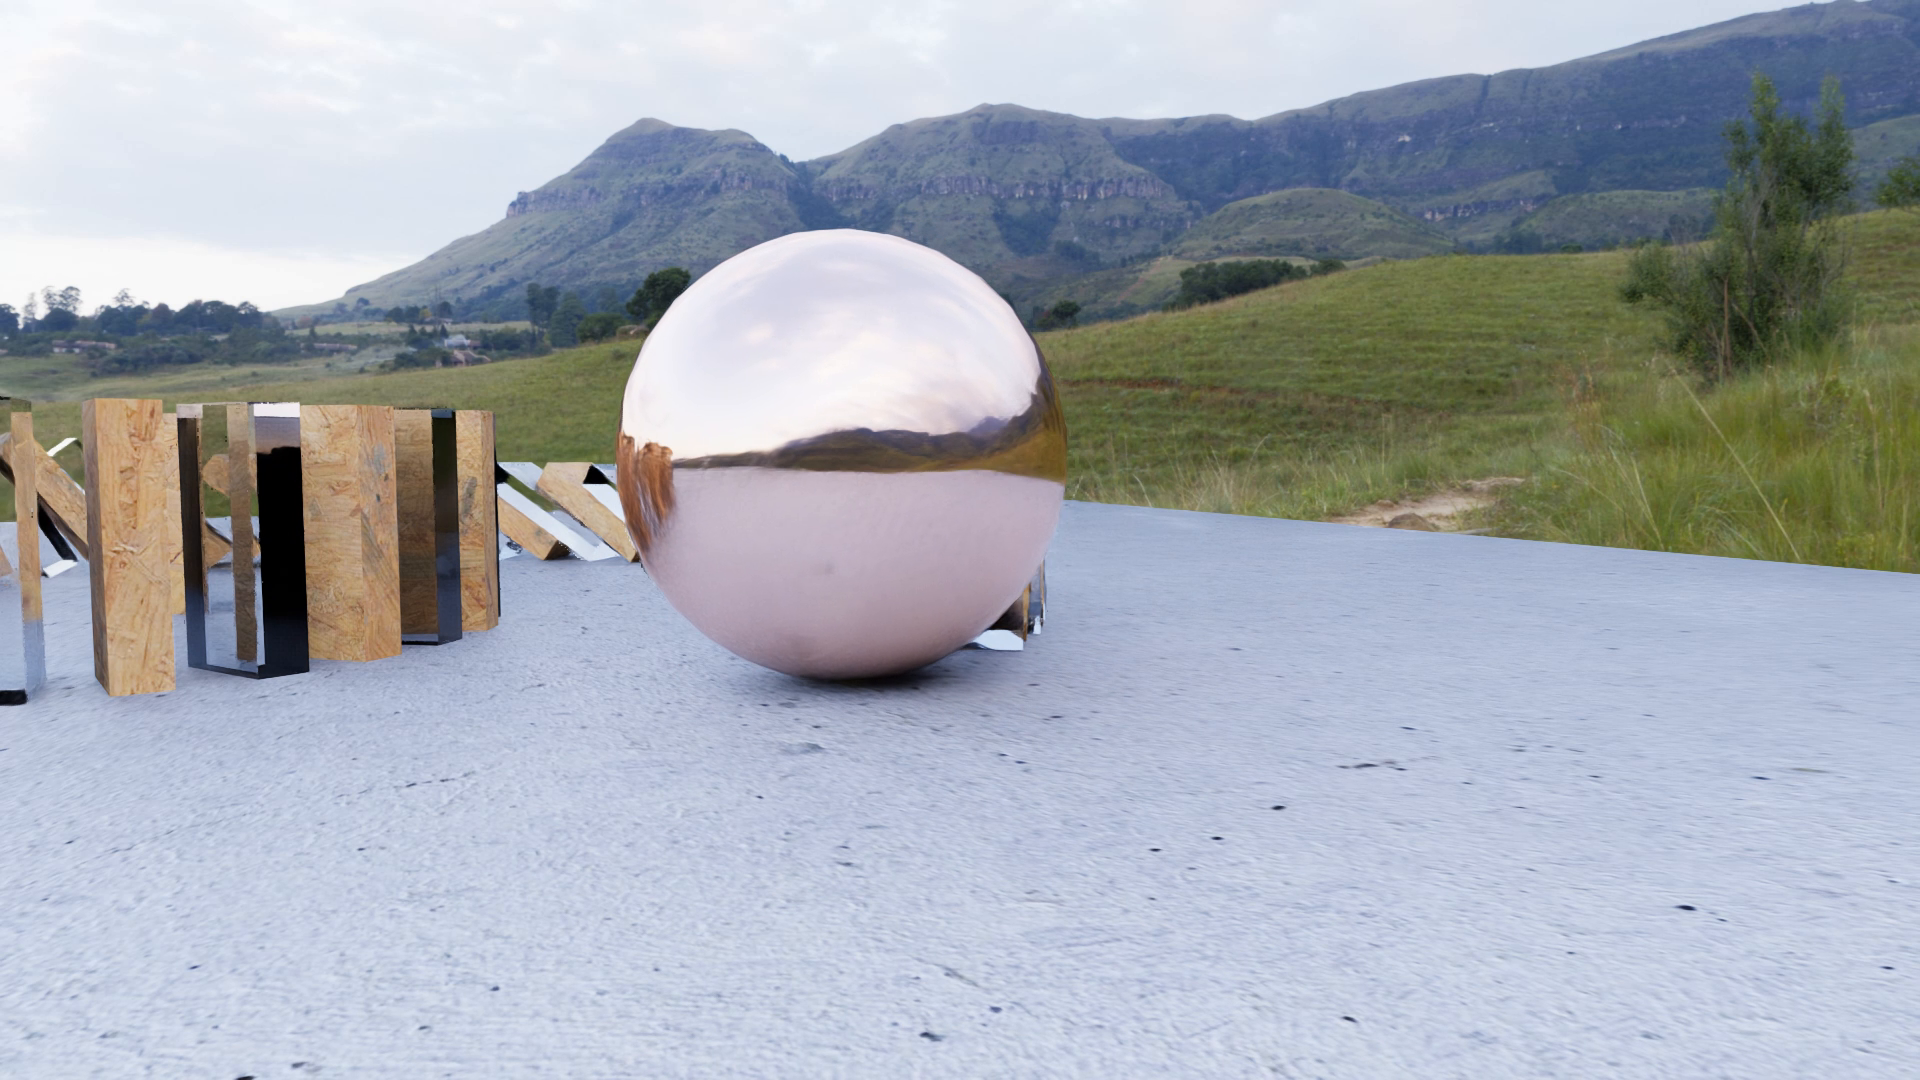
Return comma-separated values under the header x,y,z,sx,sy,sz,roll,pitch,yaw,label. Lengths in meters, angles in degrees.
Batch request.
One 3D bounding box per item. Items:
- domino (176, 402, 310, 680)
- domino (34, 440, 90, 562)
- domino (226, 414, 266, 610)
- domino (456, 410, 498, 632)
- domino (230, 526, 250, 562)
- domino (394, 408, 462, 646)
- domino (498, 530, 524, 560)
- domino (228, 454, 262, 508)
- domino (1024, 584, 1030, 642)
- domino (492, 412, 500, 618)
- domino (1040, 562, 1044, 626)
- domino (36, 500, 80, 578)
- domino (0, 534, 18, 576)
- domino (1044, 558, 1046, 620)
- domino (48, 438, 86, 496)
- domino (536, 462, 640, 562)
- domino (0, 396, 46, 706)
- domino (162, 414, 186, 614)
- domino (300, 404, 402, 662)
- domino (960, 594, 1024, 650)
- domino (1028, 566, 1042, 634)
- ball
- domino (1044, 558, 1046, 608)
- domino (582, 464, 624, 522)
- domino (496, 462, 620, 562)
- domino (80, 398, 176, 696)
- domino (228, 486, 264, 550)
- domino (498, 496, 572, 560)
x,y,z,sx,sy,sz,roll,pitch,yaw,label
-0.134,0.000,0.240,0.025,0.050,0.010,3,5,33,domino
-0.295,-0.012,0.421,0.025,0.050,0.009,4,41,44,domino
-0.188,-0.008,0.340,0.010,0.050,0.025,-2,5,-24,domino
-0.121,-0.005,0.294,0.025,0.050,0.009,0,4,-4,domino
-0.272,-0.012,0.446,0.009,0.050,0.025,-49,24,-17,domino
-0.122,-0.003,0.275,0.025,0.050,0.009,1,4,9,domino
-0.187,-0.011,0.478,0.050,0.009,0.025,35,4,-2,domino
-0.241,-0.012,0.464,0.050,0.010,0.025,40,-7,-15,domino
0.004,-0.003,0.285,0.025,0.050,0.009,4,-29,4,domino
-0.126,-0.006,0.312,0.025,0.050,0.009,-2,5,-28,domino
0.007,-0.004,0.307,0.025,0.050,0.010,0,-29,2,domino
-0.303,-0.012,0.408,0.025,0.050,0.010,3,33,38,domino
-0.311,-0.012,0.394,0.025,0.050,0.009,3,25,33,domino
0.009,-0.005,0.319,0.025,0.050,0.009,0,-29,2,domino
-0.284,-0.012,0.433,0.025,0.050,0.009,5,47,49,domino
-0.130,-0.011,0.478,0.050,0.009,0.025,36,16,17,domino
-0.163,0.001,0.216,0.009,0.050,0.025,-2,5,-29,domino
-0.198,-0.007,0.325,0.025,0.050,0.010,2,5,20,domino
-0.126,-0.002,0.257,0.025,0.050,0.010,2,5,19,domino
0.001,-0.002,0.274,0.025,0.050,0.010,0,-29,2,domino
0.006,-0.003,0.296,0.025,0.050,0.009,1,-29,3,domino
-0.021,-0.015,0.230,0.080,0.080,0.080,0,4,0,ball
0.009,-0.006,0.330,0.025,0.050,0.009,0,-29,2,domino
-0.112,-0.010,0.472,0.050,0.009,0.025,38,20,21,domino
-0.150,-0.011,0.479,0.050,0.009,0.025,35,10,7,domino
-0.147,0.001,0.227,0.009,0.050,0.025,-3,5,-39,domino
-0.257,-0.012,0.456,0.050,0.009,0.025,43,-12,-19,domino
-0.169,-0.011,0.479,0.050,0.009,0.025,34,6,1,domino
